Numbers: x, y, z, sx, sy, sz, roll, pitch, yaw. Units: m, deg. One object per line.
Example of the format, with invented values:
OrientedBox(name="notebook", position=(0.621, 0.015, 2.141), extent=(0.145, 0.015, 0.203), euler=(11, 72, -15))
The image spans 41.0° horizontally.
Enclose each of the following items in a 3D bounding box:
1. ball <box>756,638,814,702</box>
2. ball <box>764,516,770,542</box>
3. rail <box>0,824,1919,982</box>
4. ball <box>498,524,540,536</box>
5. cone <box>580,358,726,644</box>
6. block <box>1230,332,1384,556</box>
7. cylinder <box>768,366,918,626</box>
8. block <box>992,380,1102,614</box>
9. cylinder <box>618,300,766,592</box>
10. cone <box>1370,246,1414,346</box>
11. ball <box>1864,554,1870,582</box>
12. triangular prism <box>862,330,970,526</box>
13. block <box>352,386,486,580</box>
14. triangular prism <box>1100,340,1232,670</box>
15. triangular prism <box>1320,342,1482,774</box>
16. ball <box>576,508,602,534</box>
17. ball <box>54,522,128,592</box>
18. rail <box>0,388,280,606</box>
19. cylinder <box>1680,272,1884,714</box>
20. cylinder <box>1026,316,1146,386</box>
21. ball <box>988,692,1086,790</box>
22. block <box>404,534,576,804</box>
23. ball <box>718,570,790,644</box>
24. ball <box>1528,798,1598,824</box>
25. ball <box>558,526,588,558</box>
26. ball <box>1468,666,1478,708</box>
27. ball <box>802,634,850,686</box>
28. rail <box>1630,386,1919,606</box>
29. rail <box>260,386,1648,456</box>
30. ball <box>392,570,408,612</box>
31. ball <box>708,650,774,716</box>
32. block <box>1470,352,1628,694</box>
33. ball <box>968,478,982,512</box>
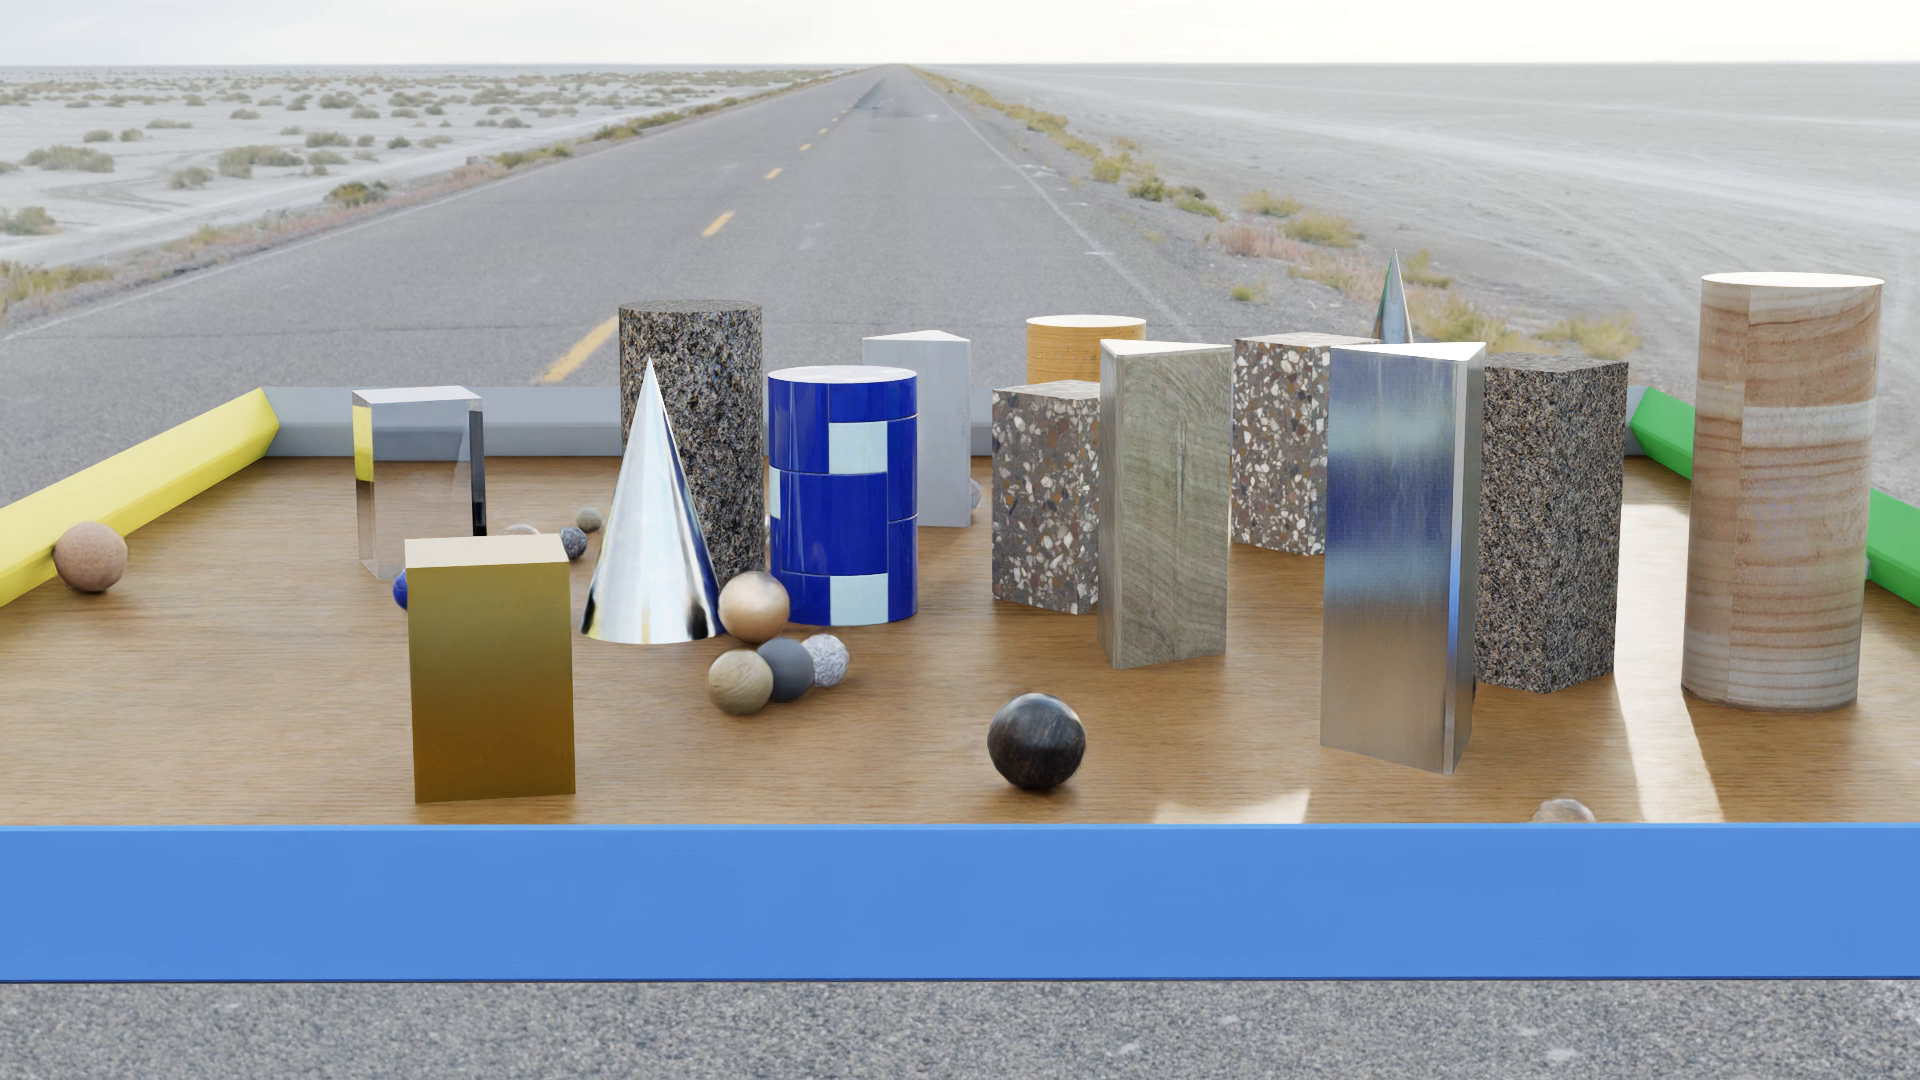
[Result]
OrientedBox(name="ball", position=(-0.206, 0.150, 2.972), extent=(0.075, 0.075, 0.075), euler=(0, 10, 0))
OrientedBox(name="ball", position=(-0.316, -0.017, 3.938), extent=(0.053, 0.053, 0.053), euler=(0, 10, 0))
OrientedBox(name="rail", position=(0.008, 0.287, 2.077), extent=(2.619, 0.129, 0.045), euler=(0, 10, 0))
OrientedBox(name="ball", position=(-0.636, 0.014, 3.709), extent=(0.075, 0.075, 0.075), euler=(0, 10, 0))
OrientedBox(name="cone", position=(-0.400, -0.061, 3.339), extent=(0.199, 0.357, 0.199), euler=(0, 10, 0))
OrientedBox(name="block", position=(0.532, -0.151, 3.943), extent=(0.159, 0.315, 0.159), euler=(-9, 14, -40))
OrientedBox(name="cylinder", position=(-0.157, -0.063, 3.444), extent=(0.199, 0.322, 0.199), euler=(0, 10, 0))
OrientedBox(name="block", position=(0.157, -0.063, 3.532), extent=(0.159, 0.290, 0.159), euler=(10, 15, 44))
OrientedBox(name="cylinder", position=(-0.377, -0.133, 3.618), extent=(0.199, 0.396, 0.199), euler=(0, 10, 0))
OrientedBox(name="cone", position=(0.699, -0.257, 4.165), extent=(0.199, 0.442, 0.199), euler=(0, 10, 0))
OrientedBox(name="ball", position=(1.238, 0.037, 3.593), extent=(0.071, 0.071, 0.071), euler=(0, 10, 0))
OrientedBox(name="triangular prism", position=(-0.056, -0.184, 4.163), extent=(0.172, 0.298, 0.149), euler=(2, 11, 11))
OrientedBox(name="block", position=(-0.792, -0.087, 3.761), extent=(0.159, 0.255, 0.159), euler=(-4, 11, -22))
OrientedBox(name="triangular prism", position=(0.222, -0.052, 3.209), extent=(0.172, 0.386, 0.149), euler=(-7, 13, -33))
OrientedBox(name="triangular prism", position=(0.505, 0.011, 2.741), extent=(0.149, 0.433, 0.172), euler=(-9, 14, -41))
OrientedBox(name="ball", position=(-0.585, -0.031, 4.044), extent=(0.042, 0.042, 0.042), euler=(0, 10, 0))
OrientedBox(name="ball", position=(-1.216, 0.024, 3.591), extent=(0.099, 0.099, 0.099), euler=(0, 10, 0))
OrientedBox(name="rail", position=(-1.286, 0.035, 3.441), extent=(0.045, 0.129, 2.838), euler=(0, 10, 0))
OrientedBox(name="cylinder", position=(0.951, -0.059, 2.976), extent=(0.199, 0.485, 0.199), euler=(0, 10, 0))
OrientedBox(name="cylinder", position=(0.210, -0.214, 4.300), extent=(0.199, 0.307, 0.199), euler=(0, 10, 0))
OrientedBox(name="ball", position=(0.078, 0.205, 2.609), extent=(0.099, 0.099, 0.099), euler=(0, 10, 0))
OrientedBox(name="block", position=(-0.484, 0.128, 2.636), extent=(0.159, 0.240, 0.159), euler=(-2, 11, -12))
OrientedBox(name="ball", position=(-0.263, 0.085, 3.273), extent=(0.092, 0.092, 0.092), euler=(0, 10, 0))
OrientedBox(name="ball", position=(0.554, 0.269, 2.355), extent=(0.066, 0.066, 0.066), euler=(0, 10, 0))
OrientedBox(name="ball", position=(-0.581, 0.004, 3.835), extent=(0.048, 0.048, 0.048), euler=(0, 10, 0))
OrientedBox(name="ball", position=(0.539, 0.163, 2.882), extent=(0.081, 0.081, 0.081), euler=(0, 10, 0))
OrientedBox(name="ball", position=(-0.163, 0.143, 3.046), extent=(0.062, 0.062, 0.062), euler=(0, 10, 0))
OrientedBox(name="rail", position=(1.286, 0.032, 3.456), extent=(0.045, 0.129, 2.838), euler=(0, 10, 0))
OrientedBox(name="rail", position=(-0.008, -0.221, 4.821), extent=(2.619, 0.129, 0.045), euler=(0, 10, 0))
OrientedBox(name="ball", position=(-0.734, 0.067, 3.456), extent=(0.061, 0.061, 0.061), euler=(0, 10, 0))
OrientedBox(name="ball", position=(-0.249, 0.161, 2.912), extent=(0.075, 0.075, 0.075), euler=(0, 10, 0))
OrientedBox(name="block", position=(0.683, -0.026, 3.086), extent=(0.159, 0.379, 0.159), euler=(10, 14, 43))
OrientedBox(name="ball", position=(0.005, -0.075, 4.227), extent=(0.060, 0.060, 0.060), euler=(0, 10, 0))
